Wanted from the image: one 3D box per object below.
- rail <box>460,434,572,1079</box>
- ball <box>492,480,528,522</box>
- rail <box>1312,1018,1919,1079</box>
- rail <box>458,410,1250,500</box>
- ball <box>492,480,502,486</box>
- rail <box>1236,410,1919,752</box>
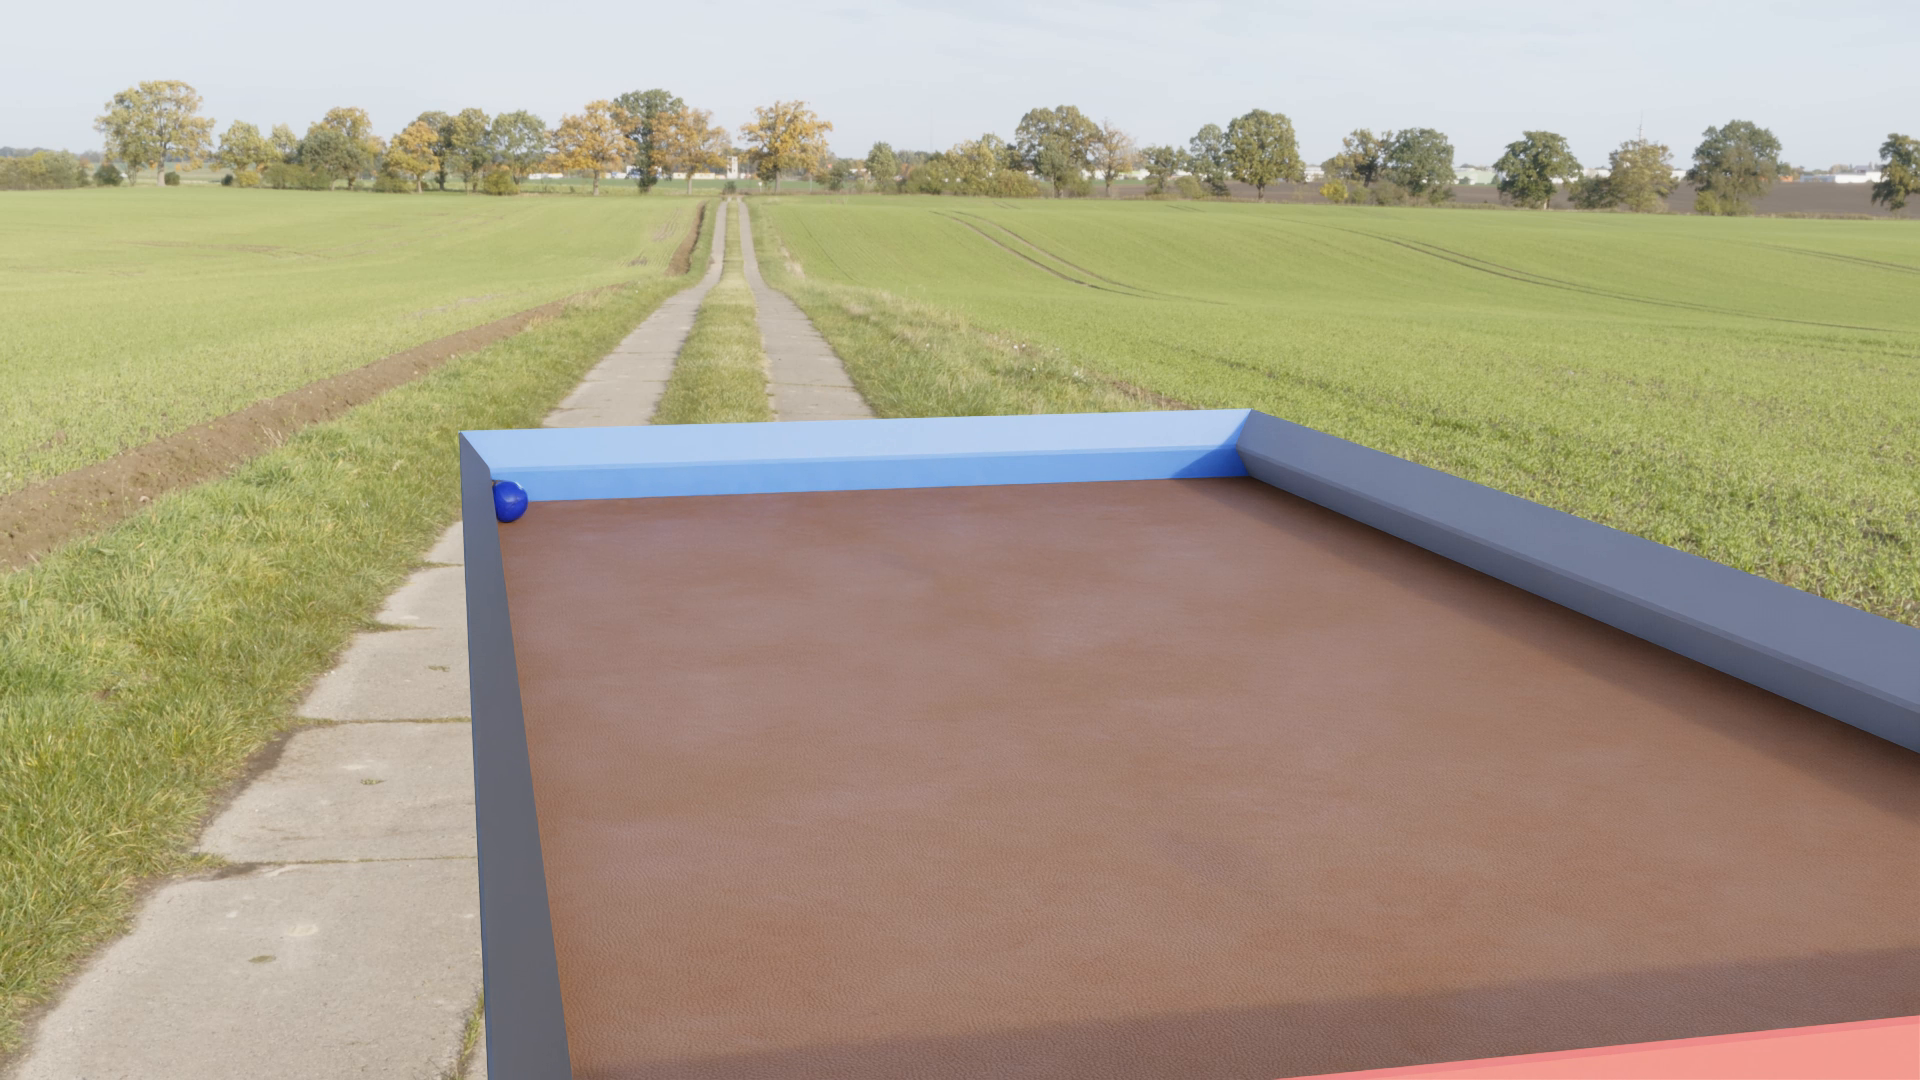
[{"bbox_3d":[-0.489,0.111,2.295,0.045,0.117,2.655,-2,11,-13],"label":"rail"},{"bbox_3d":[-0.699,-0.060,3.395,0.065,0.065,0.065,0,10,0],"label":"ball"},{"bbox_3d":[0.441,0.311,1.189,1.356,0.117,0.045,-2,11,-13],"label":"rail"},{"bbox_3d":[-0.144,-0.141,3.689,1.356,0.117,0.045,-2,11,-13],"label":"rail"},{"bbox_3d":[-0.734,-0.071,3.489,0.052,0.052,0.052,0,10,0],"label":"ball"},{"bbox_3d":[0.786,0.059,2.584,0.045,0.117,2.655,-2,11,-13],"label":"rail"}]
